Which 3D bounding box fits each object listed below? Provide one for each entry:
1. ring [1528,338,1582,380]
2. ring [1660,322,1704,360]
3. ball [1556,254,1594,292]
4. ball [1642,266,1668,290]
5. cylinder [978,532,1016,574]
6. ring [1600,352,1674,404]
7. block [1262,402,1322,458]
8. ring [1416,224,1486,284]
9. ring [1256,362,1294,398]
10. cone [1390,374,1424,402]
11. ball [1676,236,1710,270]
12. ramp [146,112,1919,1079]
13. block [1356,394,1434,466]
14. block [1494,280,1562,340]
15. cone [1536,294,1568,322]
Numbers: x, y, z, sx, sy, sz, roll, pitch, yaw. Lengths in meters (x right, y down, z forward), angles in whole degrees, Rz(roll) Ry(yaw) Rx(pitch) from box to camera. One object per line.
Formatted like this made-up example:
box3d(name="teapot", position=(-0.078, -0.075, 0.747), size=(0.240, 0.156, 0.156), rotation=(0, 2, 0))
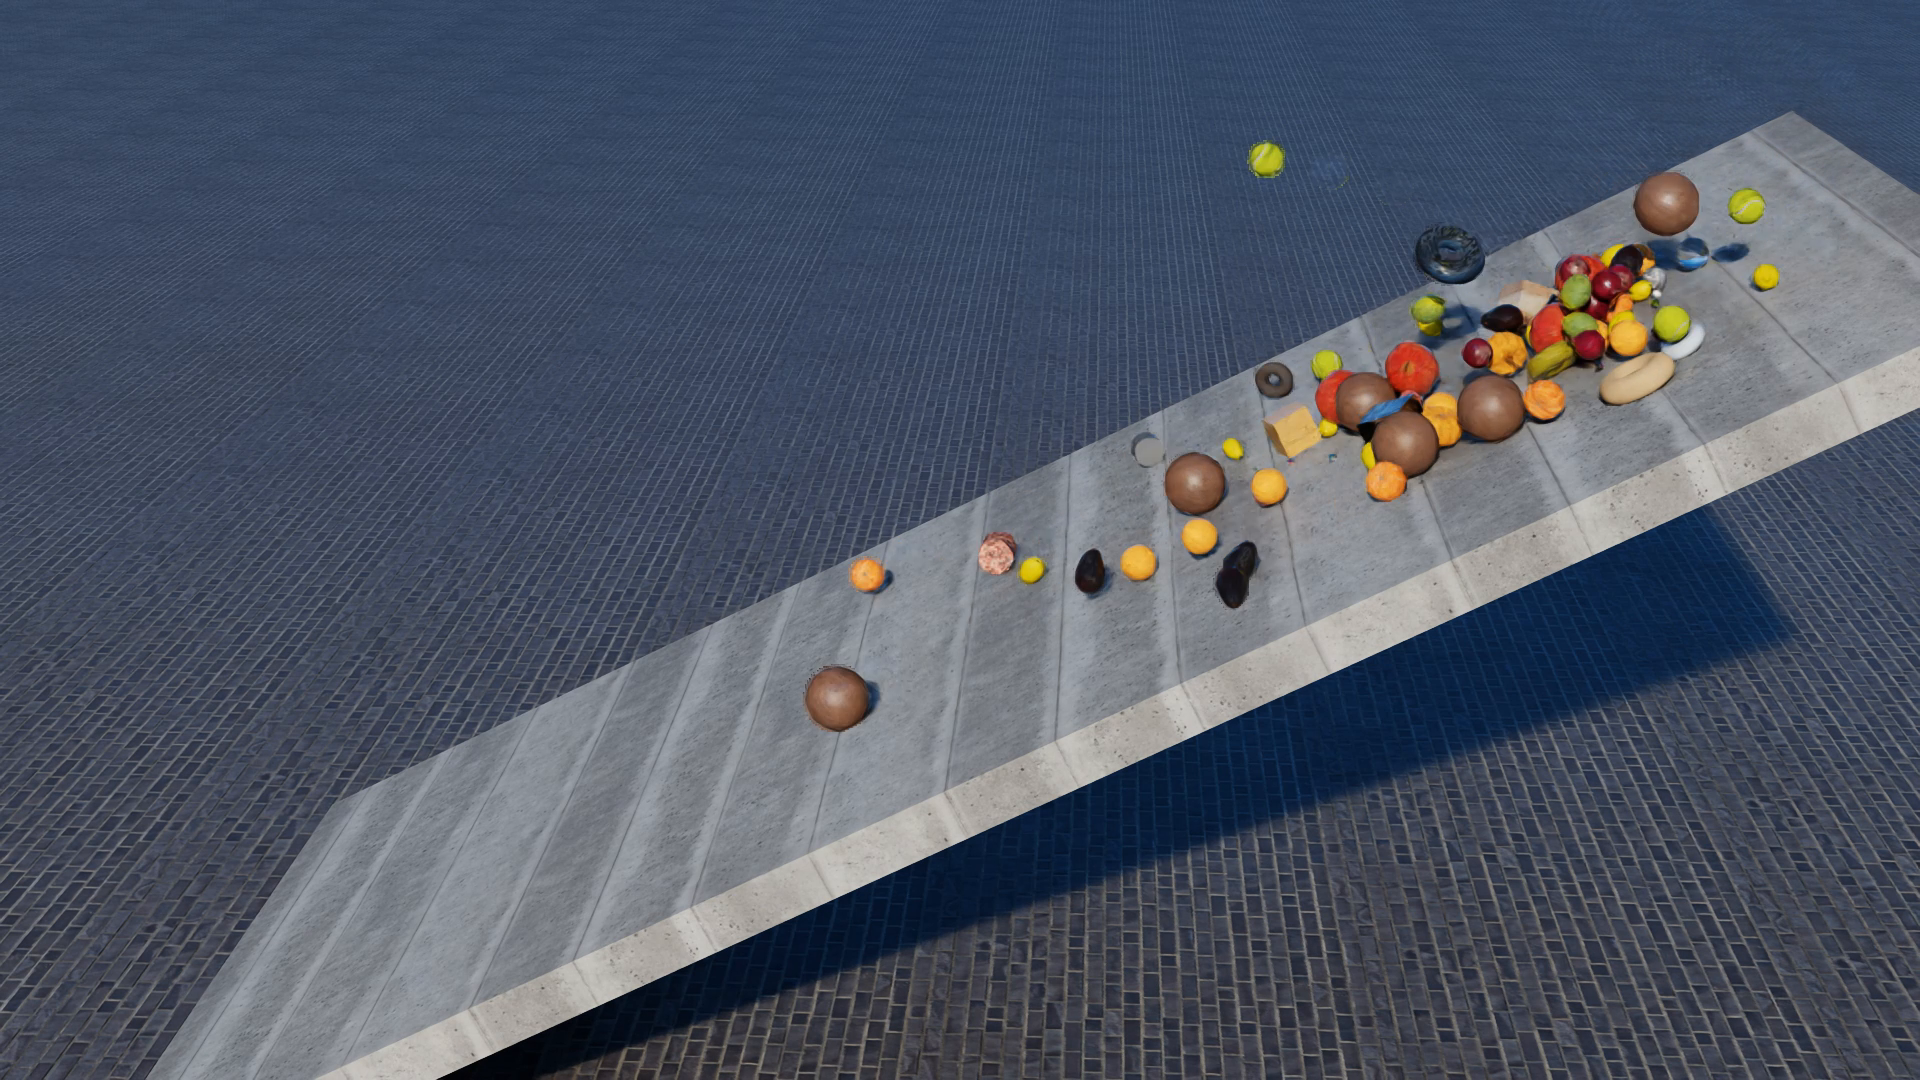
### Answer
box3d(name="ring", position=(1.177, -0.358, 5.826), size=(0.117, 0.039, 0.117), rotation=(-26, -15, -8))
box3d(name="ring", position=(1.373, -0.377, 5.591), size=(0.094, 0.031, 0.094), rotation=(-37, 18, 14))
box3d(name="ball", position=(1.324, -0.577, 6.340), size=(0.081, 0.081, 0.081), rotation=(0, 17, 0))
box3d(name="ball", position=(1.432, -0.538, 6.059), size=(0.050, 0.050, 0.050), rotation=(0, 17, 0))
box3d(name="cylinder", position=(0.083, 0.028, 6.499), size=(0.077, 0.077, 0.077), rotation=(2, 15, 7))
box3d(name="ring", position=(1.268, -0.303, 5.511), size=(0.149, 0.050, 0.149), rotation=(-29, 11, 6))
box3d(name="block", position=(0.708, -0.236, 6.275), size=(0.082, 0.082, 0.082), rotation=(-29, 14, -6))
box3d(name="ring", position=(1.002, -0.583, 6.013), size=(0.147, 0.049, 0.147), rotation=(5, 53, -6))
box3d(name="ring", position=(0.716, -0.364, 6.703), size=(0.088, 0.088, 0.029), rotation=(6, 29, 18))
box3d(name="cone", position=(0.927, -0.298, 6.185), size=(0.076, 0.076, 0.076), rotation=(-4, -21, -14))
box3d(name="ball", position=(1.512, -0.592, 6.065), size=(0.066, 0.066, 0.066), rotation=(0, 17, 0))
box3d(name="ramp", position=(0.139, 0.168, 6.281), size=(4.000, 0.100, 2.000), rotation=(-25, 14, 10))
box3d(name="block", position=(0.870, -0.220, 5.878), size=(0.095, 0.095, 0.095), rotation=(-17, 17, 39))
box3d(name="block", position=(1.182, -0.479, 6.128), size=(0.091, 0.091, 0.091), rotation=(15, -9, -19))
box3d(name="cone", position=(1.196, -0.460, 5.985), size=(0.062, 0.062, 0.062), rotation=(-33, 14, 9))
